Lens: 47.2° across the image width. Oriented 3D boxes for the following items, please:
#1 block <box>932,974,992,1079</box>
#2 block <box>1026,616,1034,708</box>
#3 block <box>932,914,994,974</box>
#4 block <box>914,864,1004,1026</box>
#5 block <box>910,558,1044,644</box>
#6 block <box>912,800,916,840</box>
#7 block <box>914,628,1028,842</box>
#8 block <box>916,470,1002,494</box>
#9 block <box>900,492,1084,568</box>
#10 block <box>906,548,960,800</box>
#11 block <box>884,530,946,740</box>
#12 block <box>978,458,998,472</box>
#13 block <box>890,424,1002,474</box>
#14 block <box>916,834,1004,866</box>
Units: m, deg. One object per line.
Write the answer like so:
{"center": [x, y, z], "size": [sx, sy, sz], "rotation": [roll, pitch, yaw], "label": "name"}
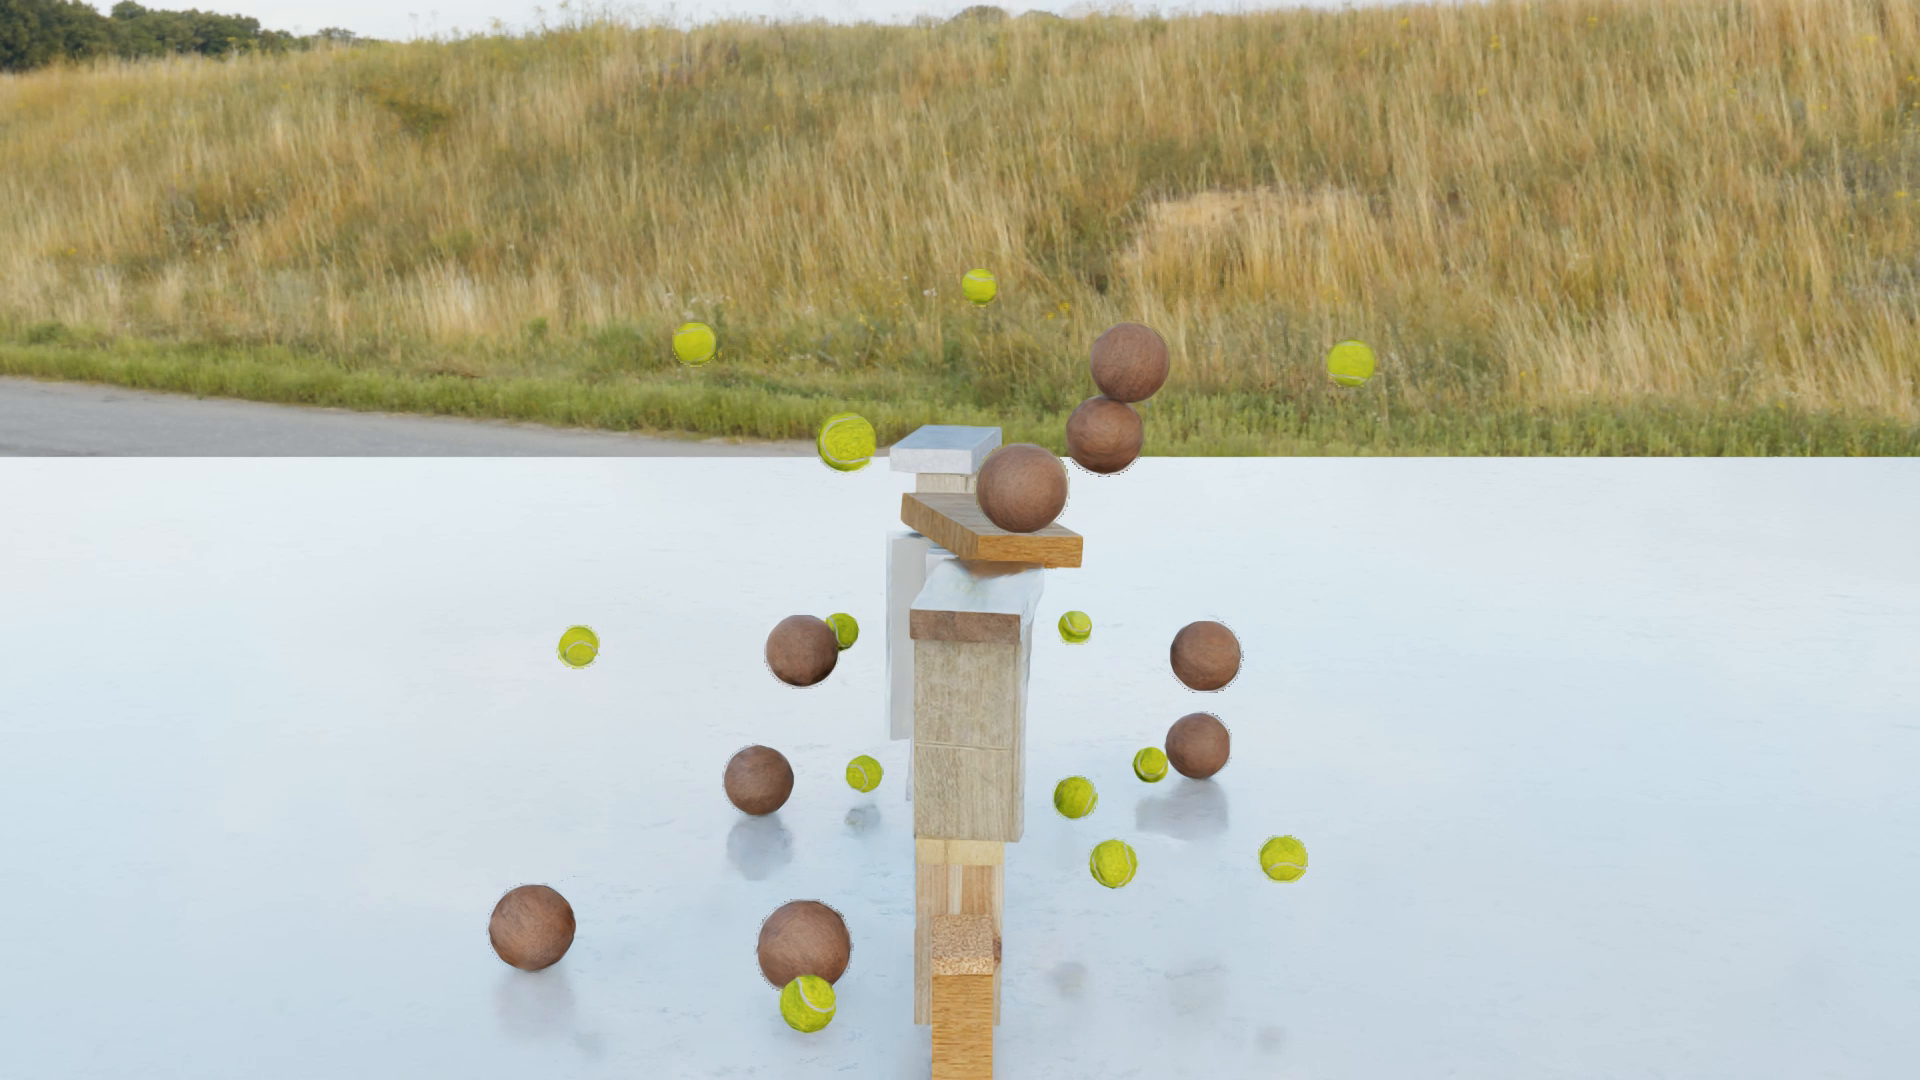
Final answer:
{"center": [0.003, 0.645, 2.927], "size": [0.081, 0.163, 0.023], "rotation": [0, 11, 0], "label": "block"}
{"center": [0.025, 0.230, 3.226], "size": [0.149, 0.298, 0.042], "rotation": [5, 19, 3], "label": "block"}
{"center": [0.003, 0.544, 2.963], "size": [0.081, 0.023, 0.163], "rotation": [0, 11, 0], "label": "block"}
{"center": [-0.002, 0.565, 3.122], "size": [0.123, 0.247, 0.035], "rotation": [1, 11, 0], "label": "block"}
{"center": [0.028, 0.083, 3.082], "size": [0.149, 0.042, 0.298], "rotation": [3, 13, 8], "label": "block"}
{"center": [-0.004, 0.375, 3.945], "size": [0.161, 0.322, 0.046], "rotation": [0, 11, -3], "label": "block"}
{"center": [0.014, 0.266, 3.047], "size": [0.149, 0.298, 0.042], "rotation": [4, 14, 12], "label": "block"}
{"center": [-0.009, 0.024, 3.892], "size": [0.147, 0.293, 0.042], "rotation": [3, -4, 12], "label": "block"}
{"center": [0.044, -0.017, 3.414], "size": [0.169, 0.048, 0.338], "rotation": [1, 12, -21], "label": "block"}
{"center": [0.018, 0.213, 3.358], "size": [0.169, 0.386, 0.048], "rotation": [5, 10, 1], "label": "block"}
{"center": [-0.033, 0.152, 3.565], "size": [0.169, 0.338, 0.048], "rotation": [-3, 15, -13], "label": "block"}
{"center": [-0.005, -0.007, 4.054], "size": [0.147, 0.293, 0.042], "rotation": [2, 15, 6], "label": "block"}
{"center": [-0.023, -0.166, 3.991], "size": [0.147, 0.042, 0.293], "rotation": [2, 11, 11], "label": "block"}
{"center": [0.002, 0.412, 3.176], "size": [0.123, 0.035, 0.247], "rotation": [1, 11, 1], "label": "block"}
